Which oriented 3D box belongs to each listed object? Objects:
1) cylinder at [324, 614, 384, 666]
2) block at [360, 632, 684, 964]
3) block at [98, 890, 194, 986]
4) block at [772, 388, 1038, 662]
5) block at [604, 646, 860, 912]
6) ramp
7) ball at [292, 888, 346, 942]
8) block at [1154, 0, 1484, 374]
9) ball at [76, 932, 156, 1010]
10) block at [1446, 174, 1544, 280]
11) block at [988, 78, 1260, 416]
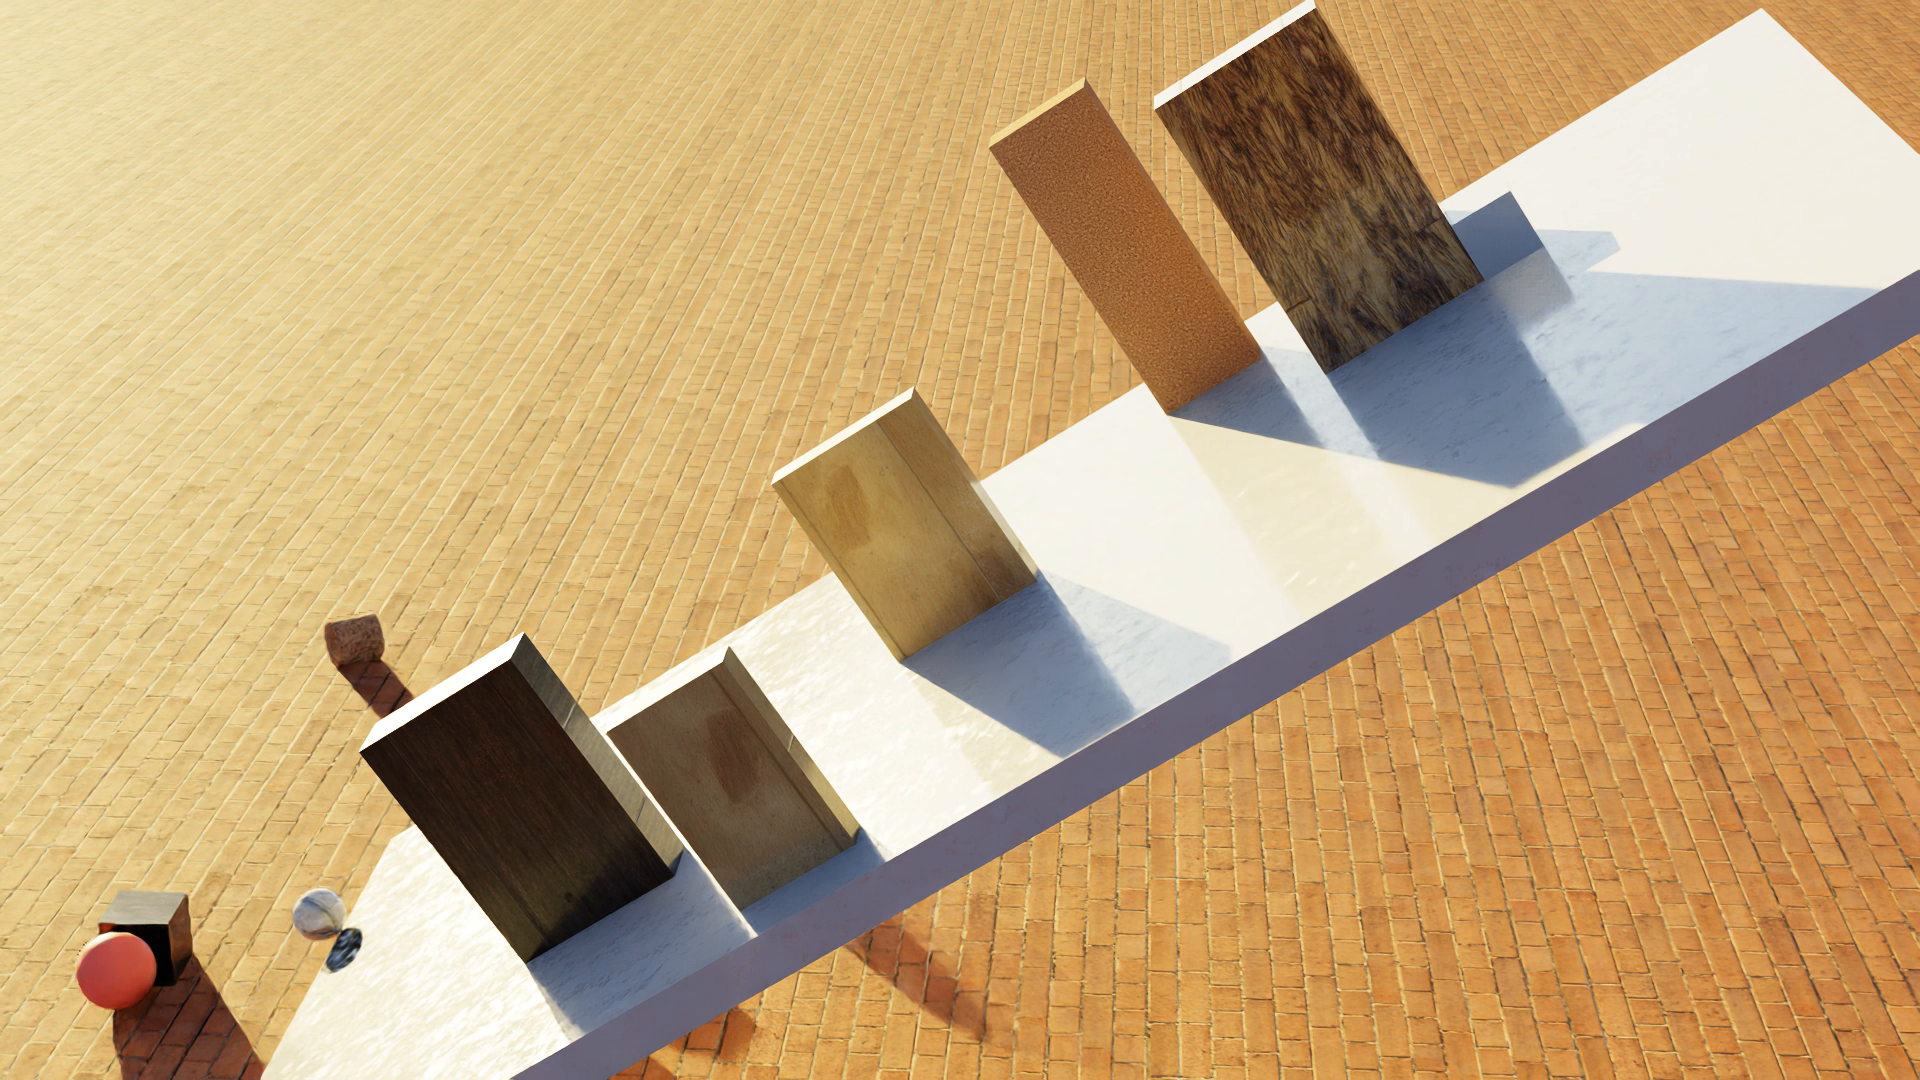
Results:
[{"bbox_3d":[-1.857,0.305,9.020,0.140,0.140,0.140,-11,23,-28],"label":"cylinder"},{"bbox_3d":[-0.903,0.538,6.095,0.389,0.574,0.142,-31,15,14],"label":"block"},{"bbox_3d":[-1.988,0.973,7.190,0.169,0.169,0.169,1,20,2],"label":"block"},{"bbox_3d":[-0.116,-0.029,6.322,0.360,0.487,0.081,-31,15,14],"label":"block"},{"bbox_3d":[-0.430,0.455,5.595,0.273,0.443,0.084,-31,15,14],"label":"block"},{"bbox_3d":[0.139,0.171,6.297,4.000,0.100,2.000,-31,15,14],"label":"ramp"},{"bbox_3d":[-1.570,0.918,7.209,0.130,0.130,0.130,0,20,0],"label":"ball"},{"bbox_3d":[0.763,-0.748,6.255,0.393,0.689,0.128,-31,15,14],"label":"block"},{"bbox_3d":[-2.012,1.027,7.017,0.185,0.185,0.185,0,20,0],"label":"ball"},{"bbox_3d":[1.137,-0.665,6.260,0.142,0.142,0.142,-31,15,14],"label":"block"},{"bbox_3d":[0.379,-0.666,6.710,0.254,0.747,0.111,-31,15,14],"label":"block"}]
